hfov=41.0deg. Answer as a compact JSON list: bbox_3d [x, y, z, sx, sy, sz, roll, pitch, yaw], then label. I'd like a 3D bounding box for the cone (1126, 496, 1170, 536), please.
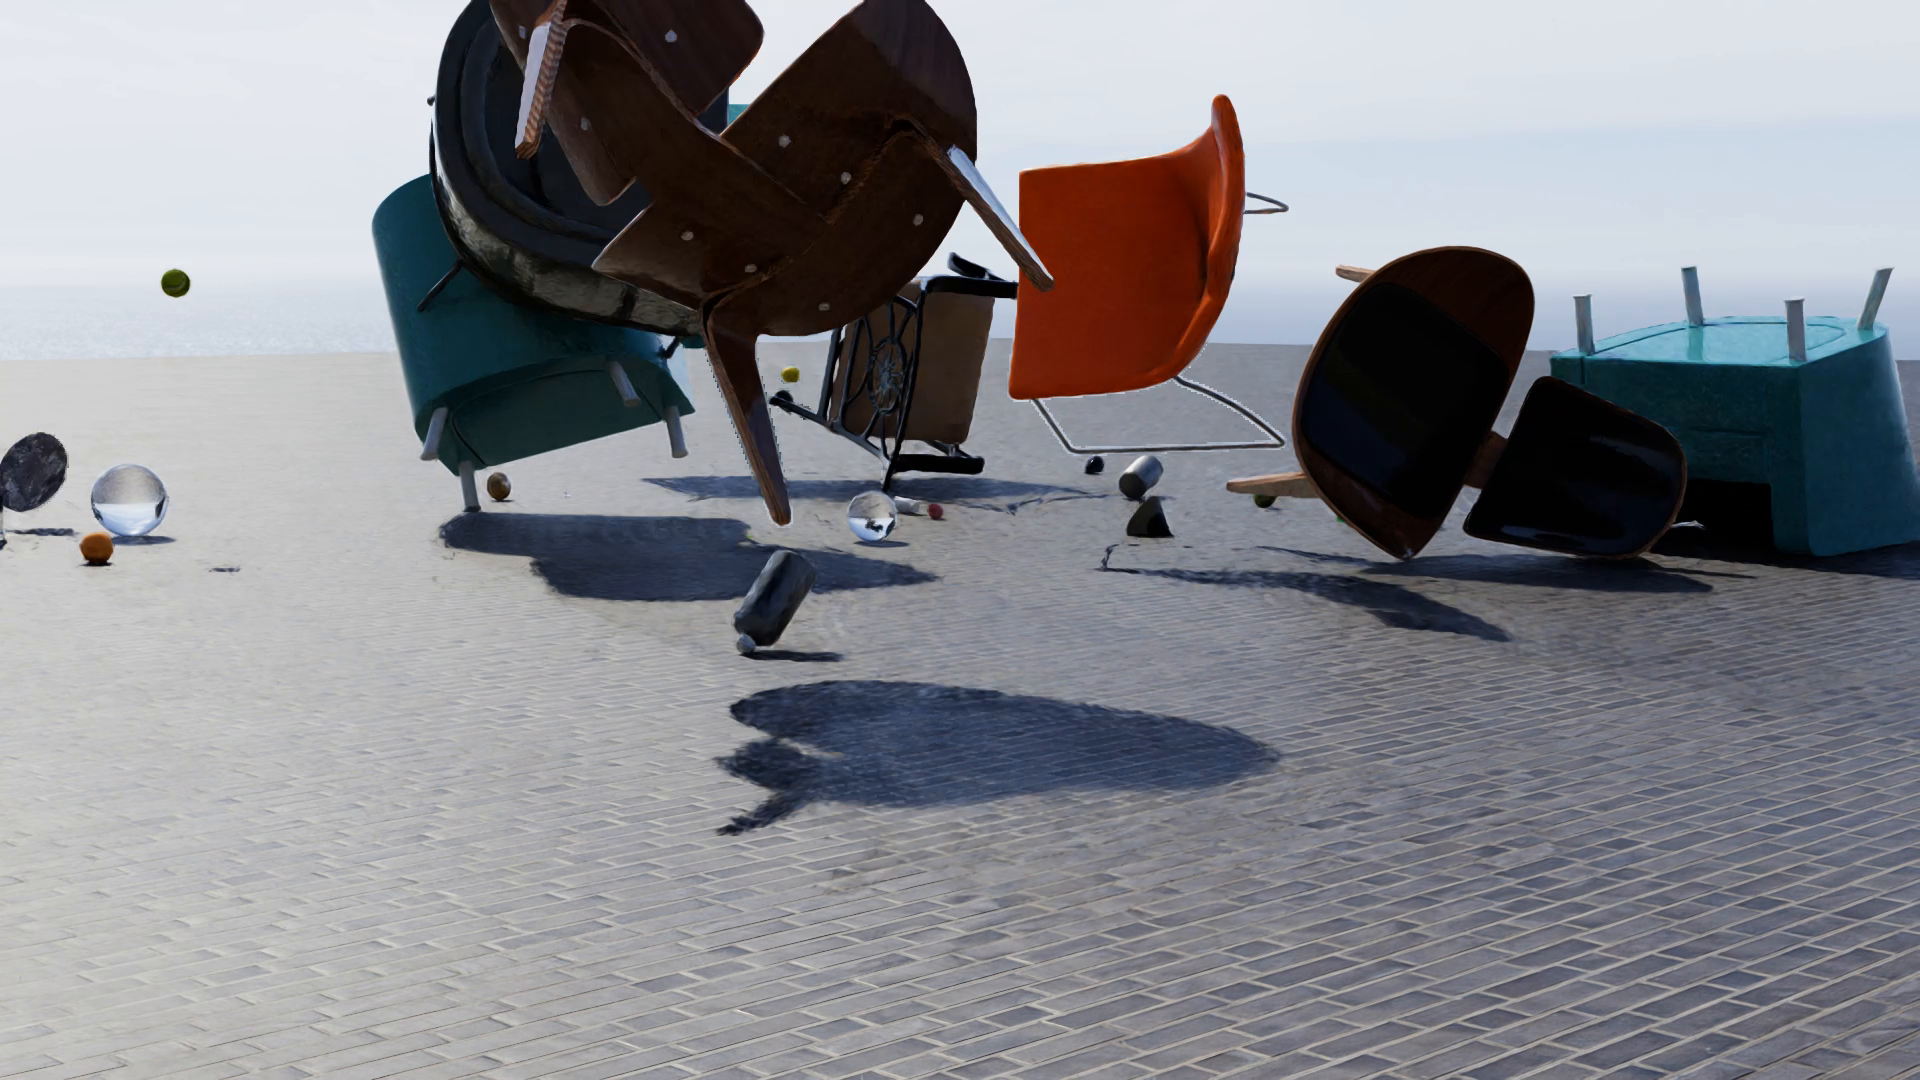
[{"bbox_3d":[0.502,-0.038,6.540,0.094,0.109,0.128,38,63,22],"label":"cone"}]

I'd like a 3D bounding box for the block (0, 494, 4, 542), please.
[{"bbox_3d":[-2.447,-0.046,6.318,0.153,0.111,0.209,-2,6,-15],"label":"block"}]

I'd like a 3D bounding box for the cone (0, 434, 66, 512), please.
[{"bbox_3d":[-2.403,-0.166,6.760,0.229,0.190,0.143,-42,-18,7],"label":"cone"}]

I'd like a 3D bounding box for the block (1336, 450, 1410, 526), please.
[{"bbox_3d":[1.106,-0.141,6.868,0.158,0.188,0.106,4,7,37],"label":"block"}]

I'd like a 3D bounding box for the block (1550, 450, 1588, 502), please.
[{"bbox_3d":[1.769,-0.185,7.463,0.069,0.094,0.111,16,30,-3],"label":"block"}]

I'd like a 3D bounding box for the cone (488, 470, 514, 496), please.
[{"bbox_3d":[-1.342,-0.158,7.523,0.076,0.084,0.047,-22,27,-11],"label":"cone"}]

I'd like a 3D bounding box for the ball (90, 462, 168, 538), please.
[{"bbox_3d":[-2.094,-0.101,6.472,0.188,0.188,0.188,0,6,0],"label":"ball"}]

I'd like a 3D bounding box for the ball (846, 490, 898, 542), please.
[{"bbox_3d":[-0.218,-0.060,6.369,0.127,0.127,0.127,0,6,0],"label":"ball"}]

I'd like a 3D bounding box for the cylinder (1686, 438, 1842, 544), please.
[{"bbox_3d":[2.009,-0.124,6.409,0.289,0.191,0.308,16,24,32],"label":"cylinder"}]
